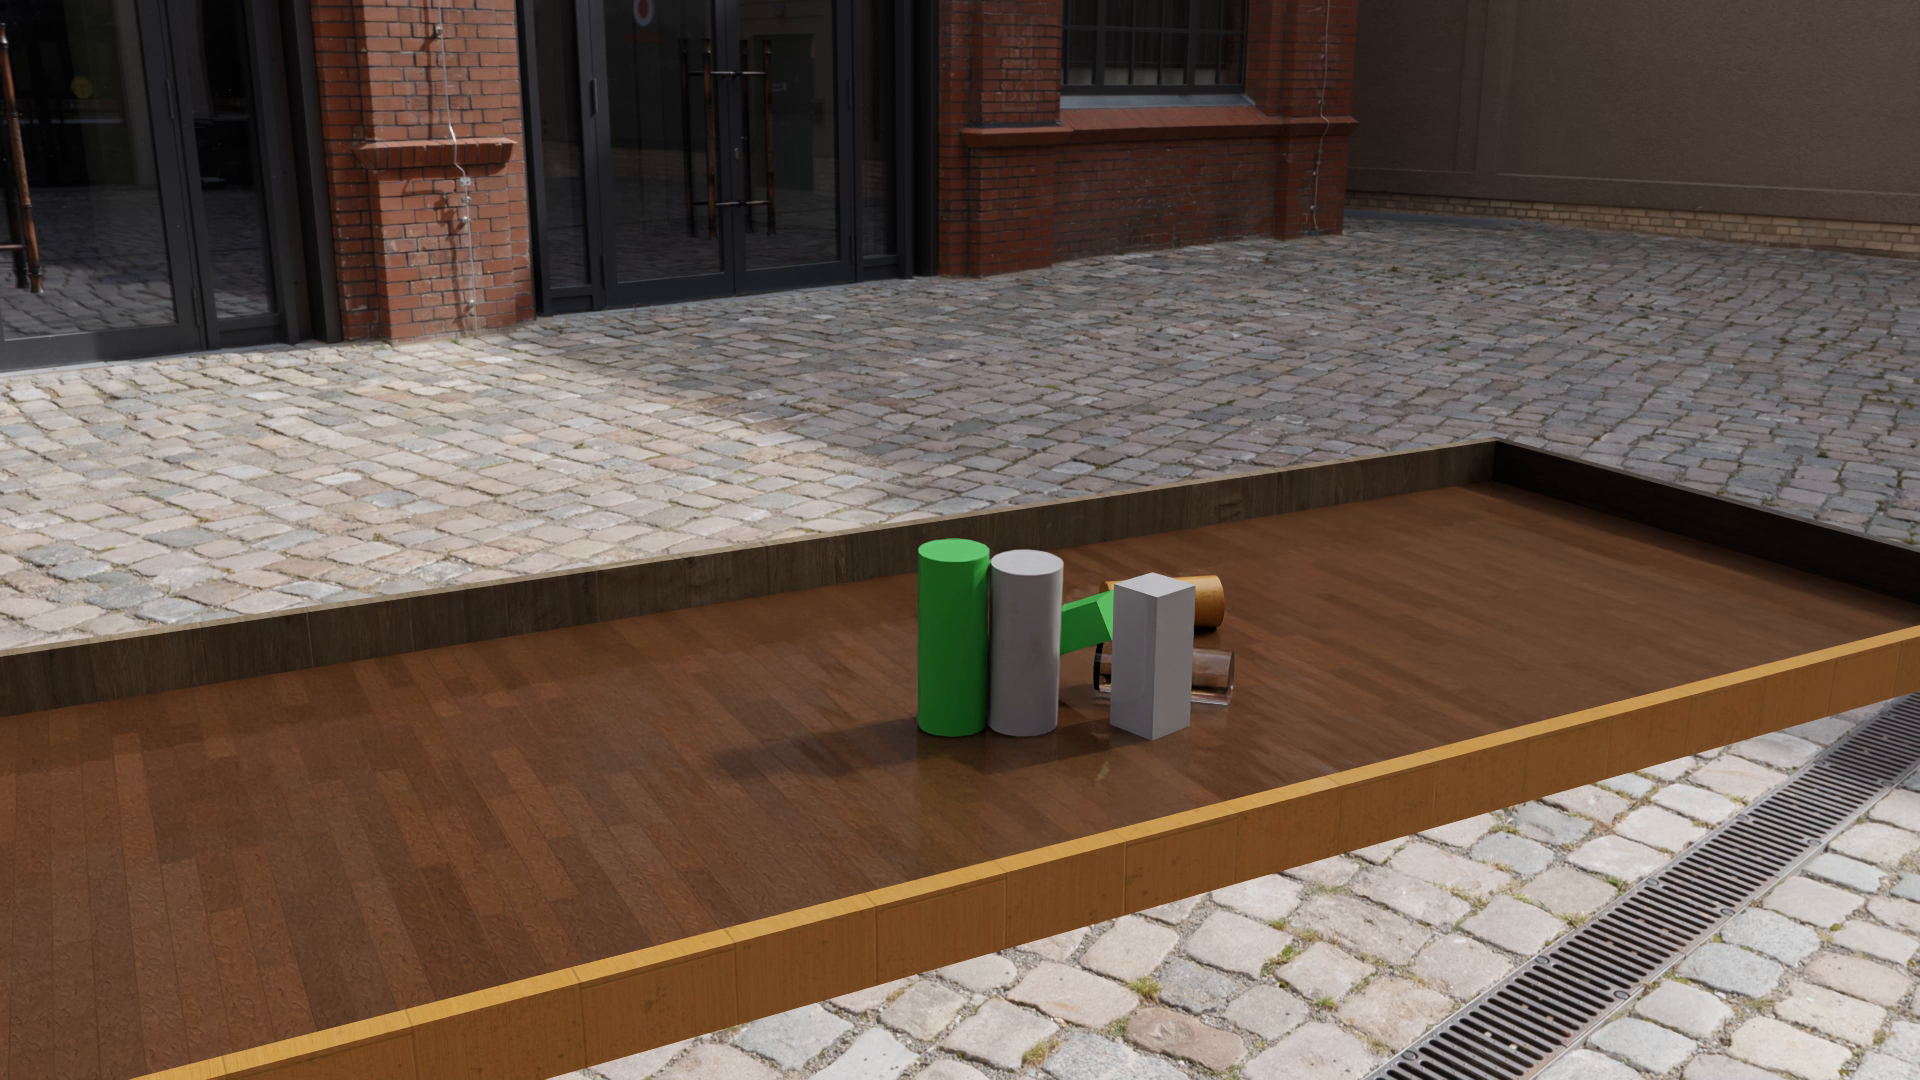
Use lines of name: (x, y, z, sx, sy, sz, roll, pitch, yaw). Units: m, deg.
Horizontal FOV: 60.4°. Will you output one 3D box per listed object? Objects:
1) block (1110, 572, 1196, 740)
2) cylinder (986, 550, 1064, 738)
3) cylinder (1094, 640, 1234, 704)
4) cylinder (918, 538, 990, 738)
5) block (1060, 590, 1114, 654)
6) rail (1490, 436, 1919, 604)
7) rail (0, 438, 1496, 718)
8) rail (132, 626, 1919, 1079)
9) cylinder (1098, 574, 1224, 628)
block: (0.446, 0.268, 3.827, 0.132, 0.347, 0.132, -14, 22, -40)
cylinder: (0.149, 0.239, 3.815, 0.166, 0.401, 0.166, 1, 20, 0)
cylinder: (0.499, 0.320, 4.031, 0.325, 0.131, 0.131, 5, 17, 16)
cylinder: (-0.016, 0.226, 3.810, 0.162, 0.430, 0.162, 1, 19, 0)
block: (0.220, 0.234, 4.116, 0.374, 0.101, 0.101, -19, 5, 32)
rail: (2.466, -0.048, 5.253, 0.050, 0.150, 2.100, -9, 18, -27)
rail: (-3.305, 0.497, 3.399, 12.000, 0.150, 0.050, -9, 18, -27)
rail: (-2.336, 1.006, 1.665, 12.000, 0.150, 0.050, -9, 18, -27)
cylinder: (0.548, 0.176, 4.501, 0.314, 0.144, 0.144, -3, 17, -10)
